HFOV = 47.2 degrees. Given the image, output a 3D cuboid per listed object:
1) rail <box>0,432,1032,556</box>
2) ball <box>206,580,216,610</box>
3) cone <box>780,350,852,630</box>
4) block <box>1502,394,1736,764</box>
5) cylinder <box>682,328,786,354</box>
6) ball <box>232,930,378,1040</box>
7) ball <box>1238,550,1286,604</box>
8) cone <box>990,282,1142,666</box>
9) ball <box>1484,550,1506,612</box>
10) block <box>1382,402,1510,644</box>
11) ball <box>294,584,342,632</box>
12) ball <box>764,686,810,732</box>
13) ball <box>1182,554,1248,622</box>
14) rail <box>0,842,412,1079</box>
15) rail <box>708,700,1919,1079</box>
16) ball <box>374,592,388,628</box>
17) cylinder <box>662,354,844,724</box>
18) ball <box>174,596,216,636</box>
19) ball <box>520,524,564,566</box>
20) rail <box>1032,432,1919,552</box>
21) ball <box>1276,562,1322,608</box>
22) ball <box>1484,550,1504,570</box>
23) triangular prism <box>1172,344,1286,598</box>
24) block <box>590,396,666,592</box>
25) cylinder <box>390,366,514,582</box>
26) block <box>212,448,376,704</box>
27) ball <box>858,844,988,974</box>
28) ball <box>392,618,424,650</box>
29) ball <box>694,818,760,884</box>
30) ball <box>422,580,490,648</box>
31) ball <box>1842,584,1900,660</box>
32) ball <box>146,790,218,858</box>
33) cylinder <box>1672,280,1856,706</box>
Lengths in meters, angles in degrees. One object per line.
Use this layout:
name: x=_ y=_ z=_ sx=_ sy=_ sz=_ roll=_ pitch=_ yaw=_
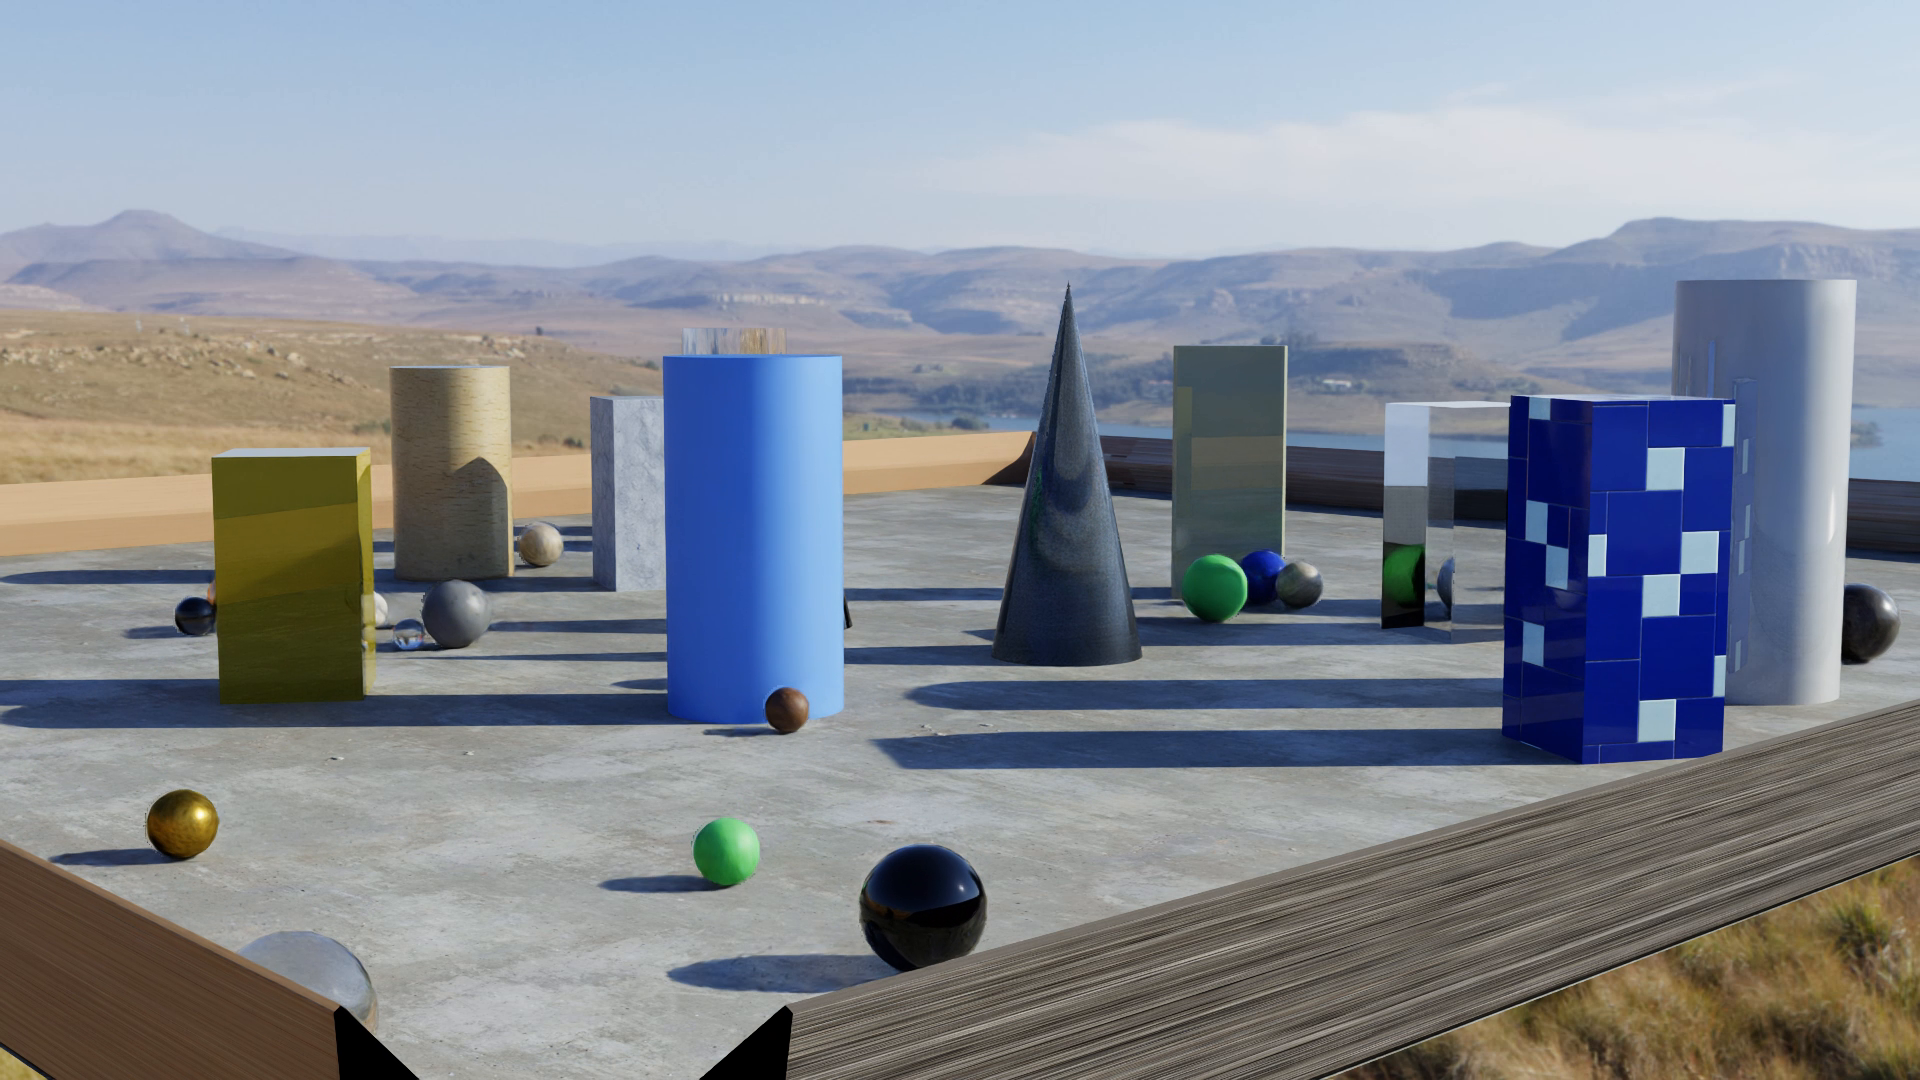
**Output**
rail: x=-1.114 y=-0.092 z=4.533 sx=3.590 sy=0.128 sz=0.045 roll=-5 pitch=8 yaw=-42
ball: x=-1.008 y=0.083 z=3.072 sx=0.085 sy=0.085 sz=0.085 roll=0 pitch=6 yaw=0
cone: x=-0.251 y=-0.073 z=3.099 sx=0.197 sy=0.390 sz=0.197 roll=0 pitch=6 yaw=0
block: x=0.667 y=0.033 z=2.240 sx=0.158 sy=0.357 sz=0.158 roll=-2 pitch=6 yaw=-15
cylinder: x=-0.425 y=-0.194 z=4.157 sx=0.197 sy=0.411 sz=0.197 roll=0 pitch=6 yaw=0
ball: x=-0.378 y=0.269 z=1.243 sx=0.095 sy=0.095 sz=0.095 roll=0 pitch=6 yaw=0
ball: x=0.461 y=0.056 z=3.350 sx=0.081 sy=0.081 sz=0.081 roll=0 pitch=6 yaw=0
cone: x=0.138 y=-0.091 z=2.829 sx=0.197 sy=0.483 sz=0.197 roll=0 pitch=6 yaw=0
ball: x=0.820 y=0.060 z=3.235 sx=0.097 sy=0.097 sz=0.097 roll=0 pitch=6 yaw=0
block: x=0.695 y=-0.028 z=3.027 sx=0.158 sy=0.317 sz=0.158 roll=-3 pitch=7 yaw=-24
ball: x=-0.891 y=0.095 z=3.052 sx=0.066 sy=0.066 sz=0.066 roll=0 pitch=6 yaw=0
ball: x=-0.183 y=0.180 z=2.328 sx=0.048 sy=0.048 sz=0.048 roll=0 pitch=6 yaw=0
ball: x=0.366 y=0.069 z=3.157 sx=0.096 sy=0.096 sz=0.096 roll=0 pitch=6 yaw=0
rail: x=-1.302 y=0.158 z=2.137 sx=0.045 sy=0.128 sz=3.334 roll=-5 pitch=8 yaw=-42
rail: x=1.114 y=0.159 z=2.131 sx=3.590 sy=0.128 sz=0.045 roll=-5 pitch=8 yaw=-42
ball: x=-0.829 y=0.098 z=3.078 sx=0.054 sy=0.054 sz=0.054 roll=0 pitch=6 yaw=0
cylinder: x=-0.229 y=-0.007 z=2.451 sx=0.197 sy=0.394 sz=0.197 roll=0 pitch=6 yaw=0
ball: x=-1.049 y=0.105 z=3.015 sx=0.054 sy=0.054 sz=0.054 roll=0 pitch=6 yaw=0
ball: x=-0.729 y=0.009 z=3.829 sx=0.075 sy=0.075 sz=0.075 roll=0 pitch=6 yaw=0
rail: x=1.302 y=-0.091 z=4.527 sx=0.045 sy=0.128 sz=3.334 roll=-5 pitch=8 yaw=-42
ball: x=0.508 y=0.068 z=3.291 sx=0.070 sy=0.070 sz=0.070 roll=0 pitch=6 yaw=0
ball: x=0.886 y=0.044 z=3.593 sx=0.056 sy=0.056 sz=0.056 roll=0 pitch=6 yaw=0
triangular prism: x=0.416 y=-0.111 z=3.460 sx=0.171 sy=0.391 sz=0.148 roll=0 pitch=6 yaw=1
block: x=-0.503 y=-0.080 z=3.578 sx=0.158 sy=0.304 sz=0.158 roll=-2 pitch=6 yaw=-22
cylinder: x=-0.851 y=-0.115 z=3.689 sx=0.197 sy=0.351 sz=0.197 roll=0 pitch=6 yaw=0
block: x=-0.774 y=0.037 z=2.568 sx=0.158 sy=0.281 sz=0.158 roll=-1 pitch=6 yaw=-9
ball: x=-0.025 y=0.248 z=1.481 sx=0.087 sy=0.087 sz=0.087 roll=0 pitch=6 yaw=0
ball: x=-0.724 y=0.124 z=2.889 sx=0.042 sy=0.042 sz=0.042 roll=0 pitch=6 yaw=0
ball: x=-0.181 y=0.242 z=1.710 sx=0.052 sy=0.052 sz=0.052 roll=0 pitch=6 yaw=0
ball: x=-0.668 y=0.097 z=2.915 sx=0.089 sy=0.089 sz=0.089 roll=0 pitch=6 yaw=0
ball: x=1.146 y=0.104 z=2.804 sx=0.099 sy=0.099 sz=0.099 roll=0 pitch=6 yaw=0
ball: x=-0.634 y=0.231 z=1.793 sx=0.056 sy=0.056 sz=0.056 roll=0 pitch=6 yaw=0
cylinder: x=0.927 y=-0.061 z=2.559 sx=0.197 sy=0.478 sz=0.197 roll=0 pitch=6 yaw=0
